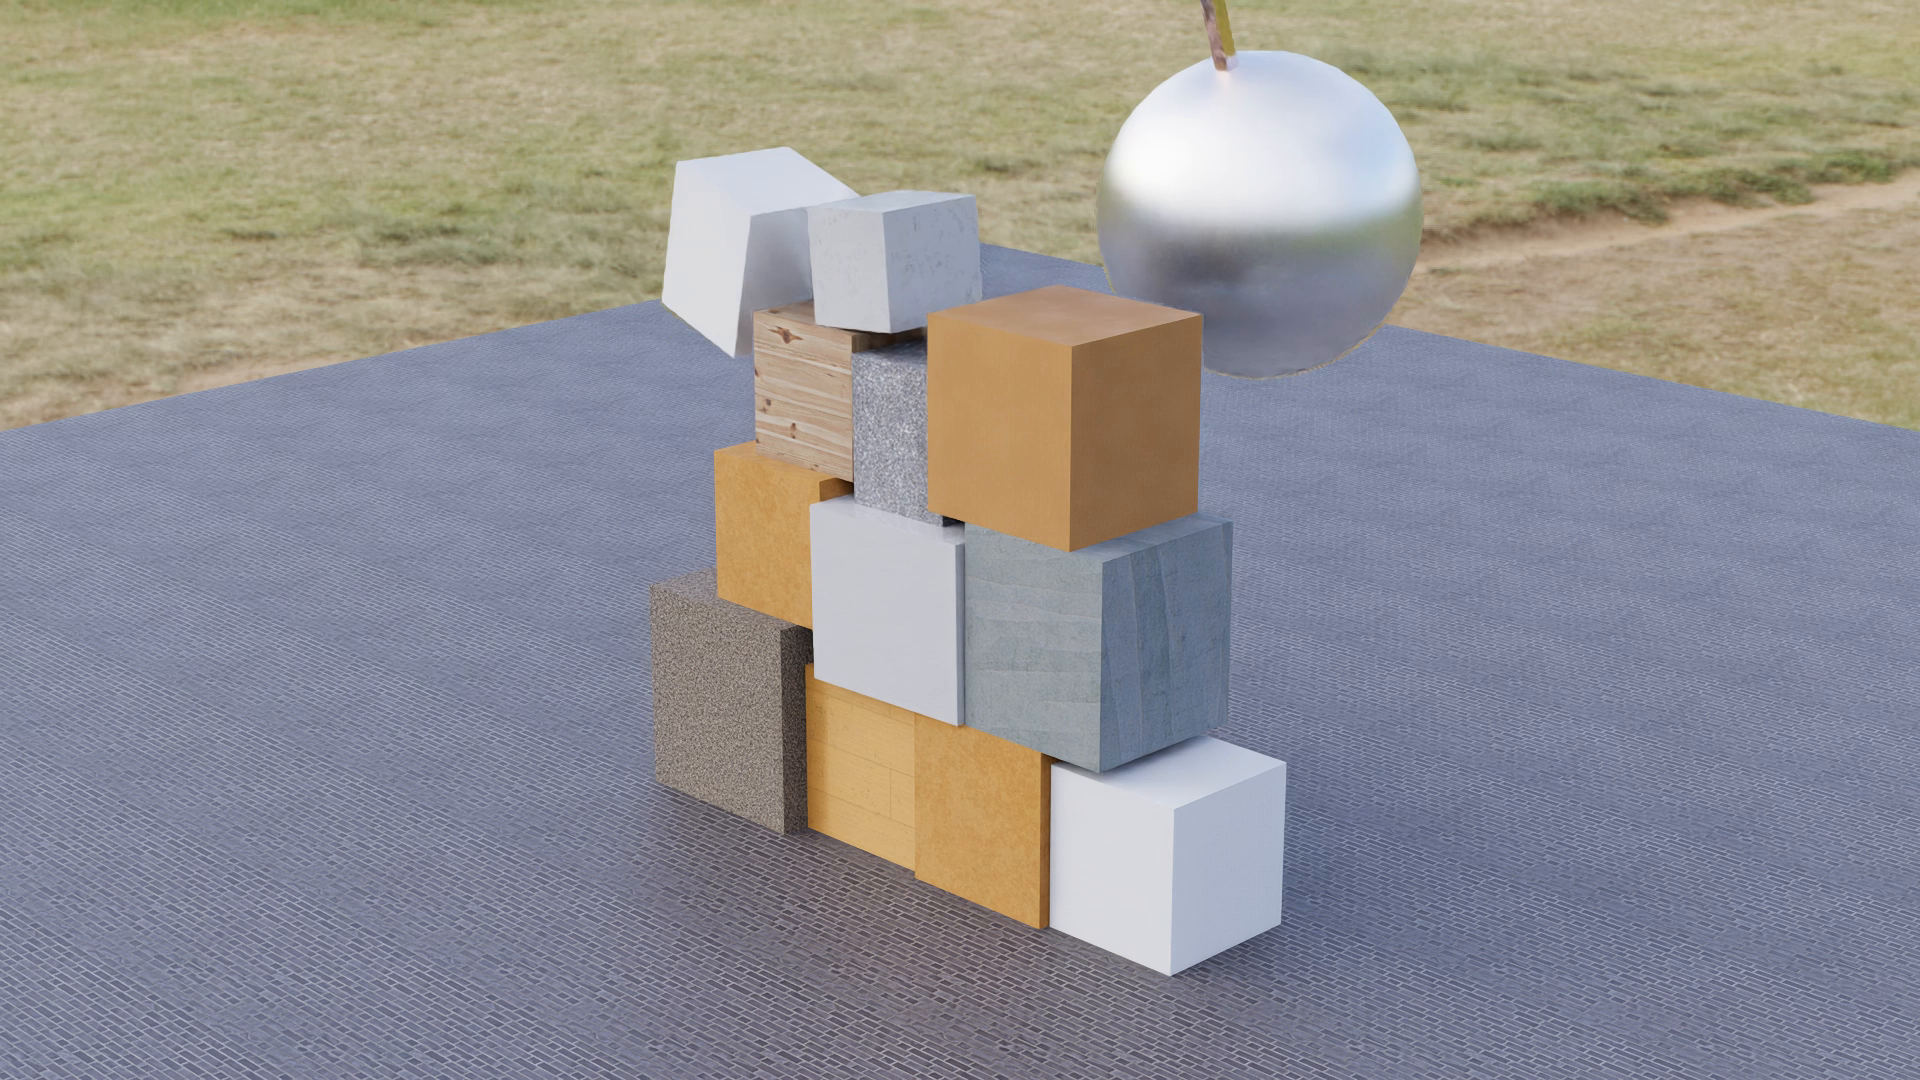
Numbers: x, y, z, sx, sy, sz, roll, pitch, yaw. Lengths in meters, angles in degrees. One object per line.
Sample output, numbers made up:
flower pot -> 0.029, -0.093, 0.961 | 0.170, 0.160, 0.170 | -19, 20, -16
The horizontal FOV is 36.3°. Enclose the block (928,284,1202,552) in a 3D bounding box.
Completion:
block -> 0.449, -0.547, 12.706 | 0.822, 0.885, 0.848 | -17, 24, -42

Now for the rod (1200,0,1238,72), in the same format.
rod -> 0.636, -4.389, 12.629 | 0.080, 5.200, 0.080 | 17, 44, 42

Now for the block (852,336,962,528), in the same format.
block -> -0.084, -0.504, 13.243 | 0.562, 0.697, 0.571 | -17, 23, -42

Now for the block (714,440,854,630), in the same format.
block -> -0.626, -0.079, 13.965 | 0.736, 0.730, 0.779 | 17, 24, 42

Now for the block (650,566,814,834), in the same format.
block -> -0.818, 0.702, 14.405 | 1.000, 1.024, 0.956 | -17, 24, -42

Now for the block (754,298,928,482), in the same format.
block -> -0.499, -0.727, 13.667 | 0.629, 0.685, 0.670 | -17, 24, -42

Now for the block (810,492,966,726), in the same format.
block -> -0.026, 0.234, 13.443 | 0.934, 0.834, 0.912 | 15, 23, 43

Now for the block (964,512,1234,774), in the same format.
block -> 0.604, 0.367, 12.838 | 0.843, 0.938, 0.803 | -17, 24, -42

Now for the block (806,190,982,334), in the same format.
block -> -0.291, -1.267, 13.275 | 0.577, 0.540, 0.504 | -16, 19, -42

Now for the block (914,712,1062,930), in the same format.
block -> 0.366, 1.144, 13.315 | 0.834, 0.832, 0.784 | -17, 24, -42

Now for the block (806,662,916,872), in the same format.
block -> -0.179, 0.978, 13.862 | 0.769, 0.822, 0.776 | -17, 24, -42

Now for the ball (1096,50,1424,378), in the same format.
ball -> 1.467, -1.594, 14.378 | 1.600, 1.600, 1.600 | 0, 17, 0

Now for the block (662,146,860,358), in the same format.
block -> -0.955, -1.389, 14.094 | 0.642, 0.741, 0.641 | -14, 36, -36

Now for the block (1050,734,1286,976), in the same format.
block -> 0.906, 1.334, 12.823 | 0.742, 0.765, 0.704 | -17, 24, -42
